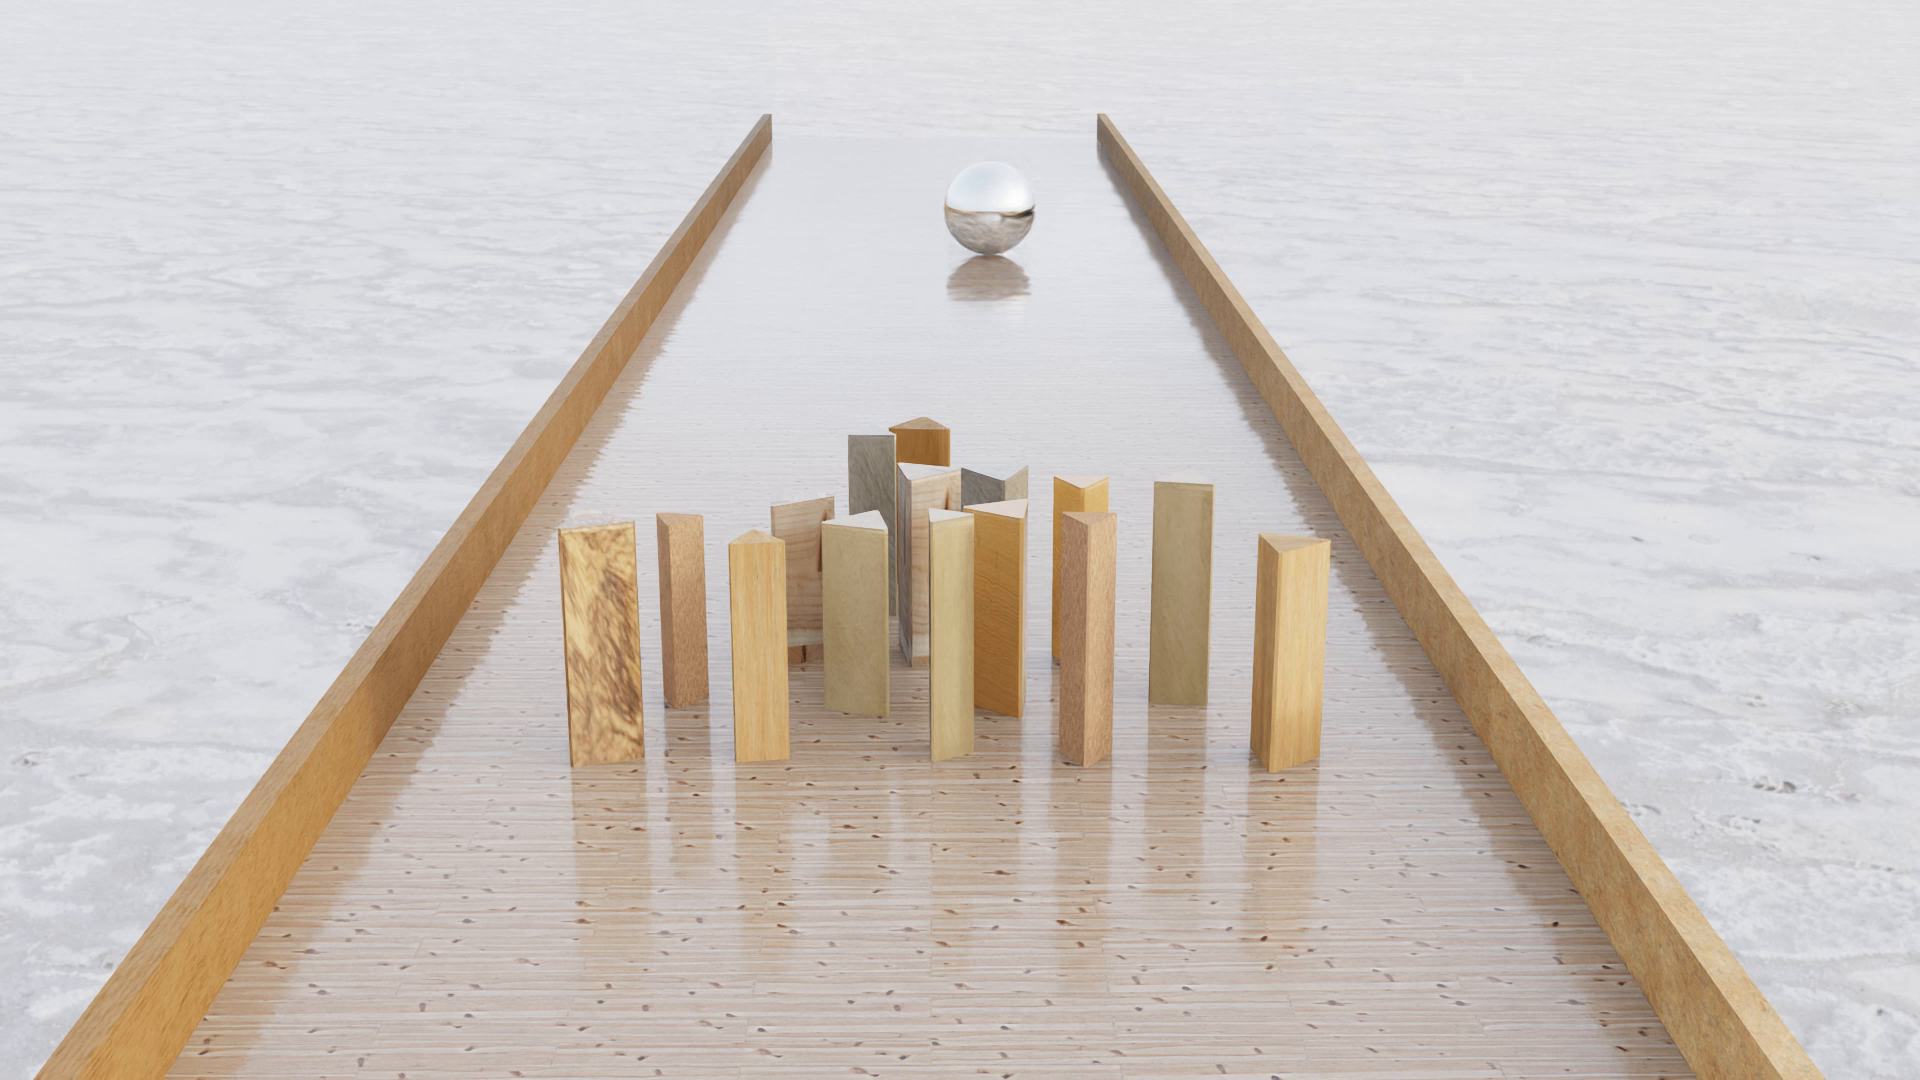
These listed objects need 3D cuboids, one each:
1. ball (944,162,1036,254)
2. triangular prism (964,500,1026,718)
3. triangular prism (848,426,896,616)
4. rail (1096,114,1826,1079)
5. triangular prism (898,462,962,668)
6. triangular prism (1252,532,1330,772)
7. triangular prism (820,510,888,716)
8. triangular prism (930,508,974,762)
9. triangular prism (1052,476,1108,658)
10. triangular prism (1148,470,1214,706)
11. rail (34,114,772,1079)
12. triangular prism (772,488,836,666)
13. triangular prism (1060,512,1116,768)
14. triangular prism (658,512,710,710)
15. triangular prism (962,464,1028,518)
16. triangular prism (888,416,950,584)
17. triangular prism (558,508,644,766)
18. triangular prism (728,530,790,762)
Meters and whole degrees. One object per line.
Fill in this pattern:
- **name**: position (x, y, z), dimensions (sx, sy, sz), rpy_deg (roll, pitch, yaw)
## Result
- **ball**: position (0.123, -1.392, 9.225), dimensions (0.390, 0.390, 0.390), rpy_deg (0, 17, 0)
- **triangular prism**: position (0.092, 0.122, 4.134), dimensions (0.131, 0.388, 0.113), rpy_deg (11, 20, 34)
- **triangular prism**: position (-0.183, -0.041, 4.670), dimensions (0.098, 0.397, 0.085), rpy_deg (0, 17, 1)
- **rail**: position (0.932, -0.844, 7.801), dimensions (0.050, 0.150, 12.000), rpy_deg (0, 17, -1)
- **triangular prism**: position (-0.085, 0.044, 4.401), dimensions (0.132, 0.387, 0.114), rpy_deg (-14, 21, -38)
- **triangular prism**: position (0.560, 0.192, 3.875), dimensions (0.125, 0.403, 0.108), rpy_deg (-13, 21, -37)
- **triangular prism**: position (-0.176, 0.134, 4.135), dimensions (0.130, 0.365, 0.113), rpy_deg (6, 18, 19)
- **triangular prism**: position (-0.032, 0.166, 3.892), dimensions (0.088, 0.443, 0.076), rpy_deg (-10, 19, -31)
- **triangular prism**: position (0.225, 0.059, 4.370), dimensions (0.093, 0.375, 0.107), rpy_deg (10, 19, 30)
- **triangular prism**: position (0.424, 0.089, 4.163), dimensions (0.112, 0.436, 0.097), rpy_deg (4, 17, 12)
- **rail**: position (-1.118, -0.838, 7.780), dimensions (0.050, 0.150, 12.000), rpy_deg (0, 17, -1)
- **triangular prism**: position (-0.341, 0.069, 4.410), dimensions (0.142, 0.334, 0.123), rpy_deg (-11, 20, -33)
- **triangular prism**: position (0.213, 0.171, 3.871), dimensions (0.081, 0.445, 0.094), rpy_deg (11, 20, 32)
- **triangular prism**: position (-0.539, 0.129, 4.156), dimensions (0.077, 0.362, 0.089), rpy_deg (14, 21, 38)
- **triangular prism**: position (0.095, 0.000, 4.677), dimensions (0.123, 0.313, 0.142), rpy_deg (-12, 21, -36)
- **triangular prism**: position (-0.085, -0.089, 4.904), dimensions (0.134, 0.355, 0.116), rpy_deg (1, 17, 4)
- **triangular prism**: position (-0.645, 0.168, 3.891), dimensions (0.132, 0.439, 0.114), rpy_deg (-6, 18, -21)
- **triangular prism**: position (-0.358, 0.186, 3.893), dimensions (0.097, 0.404, 0.084), rpy_deg (-3, 17, -9)
